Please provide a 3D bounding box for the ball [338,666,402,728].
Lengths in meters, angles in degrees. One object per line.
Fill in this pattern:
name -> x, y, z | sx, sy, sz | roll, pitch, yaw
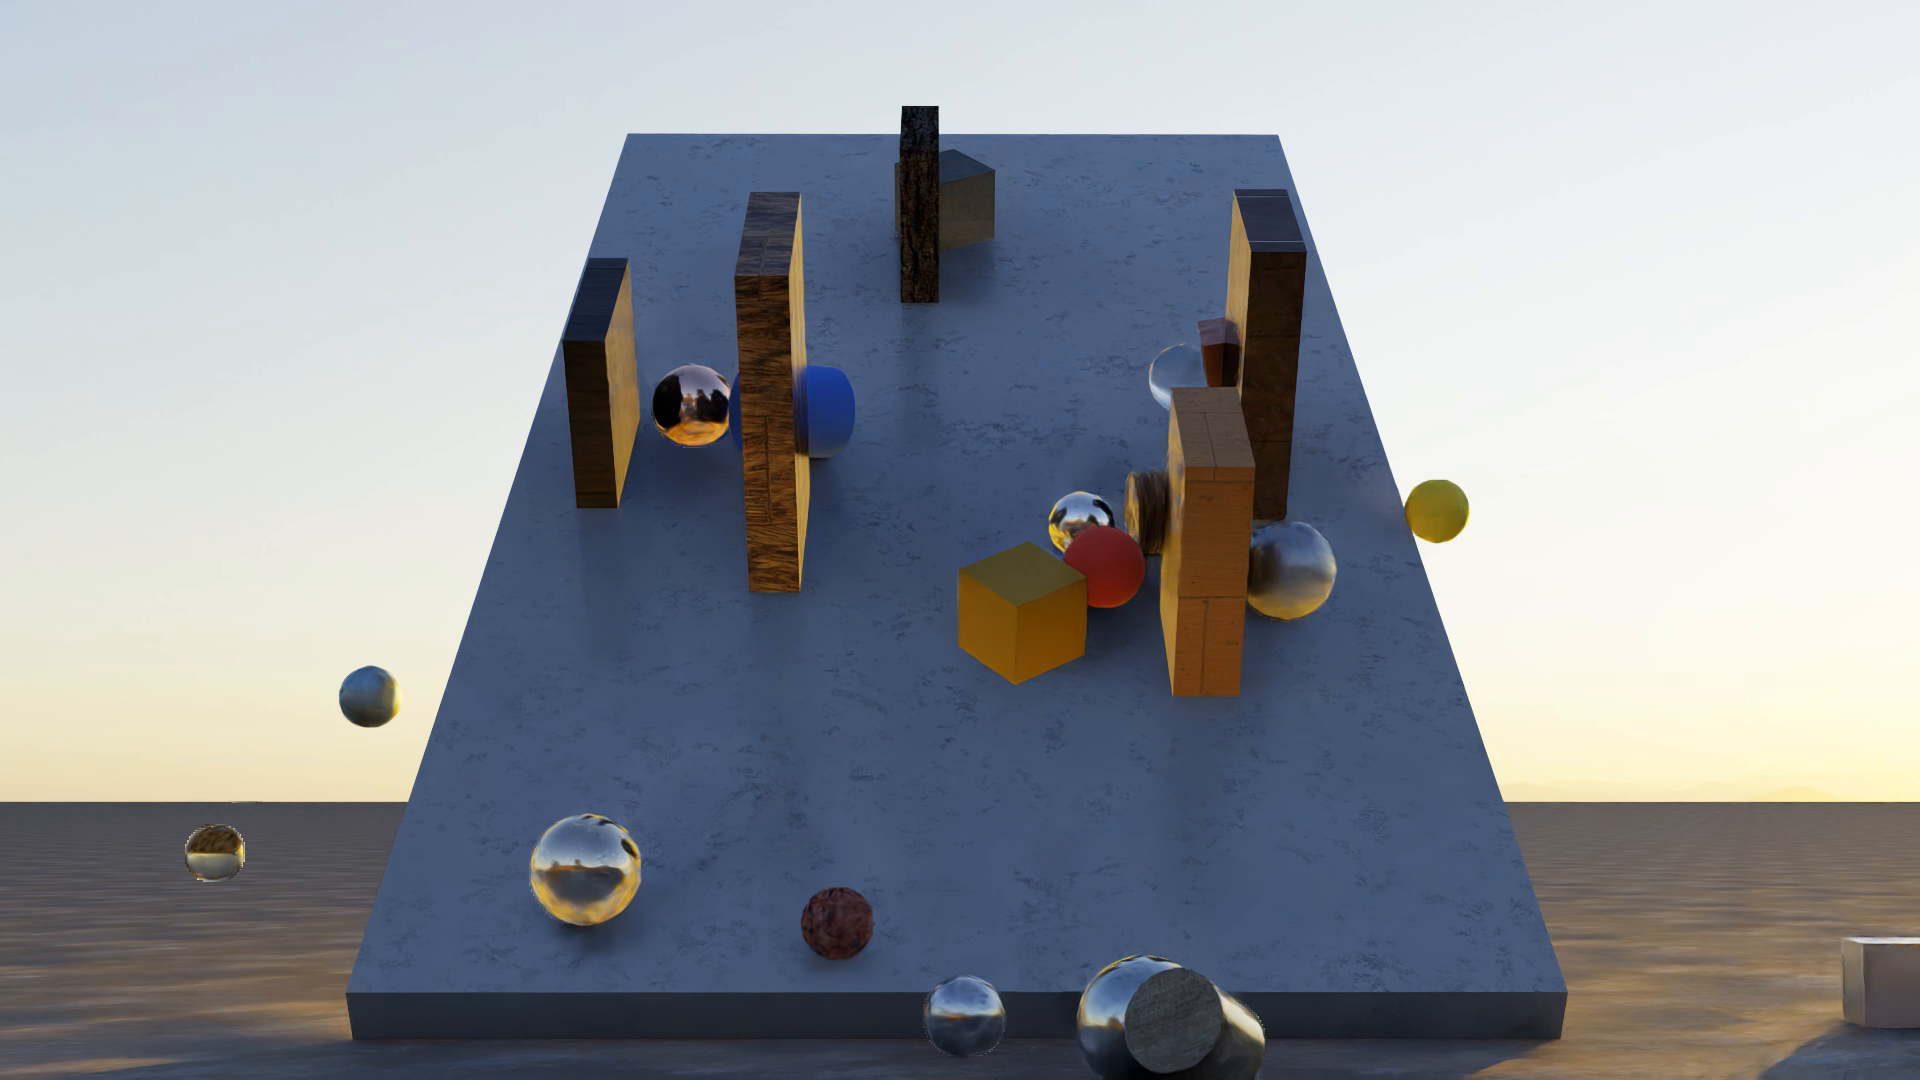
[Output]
ball -> -1.255, 0.335, 5.140 | 0.133, 0.133, 0.133 | 0, -6, 0

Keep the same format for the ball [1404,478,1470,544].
ball -> 1.039, -0.064, 5.254 | 0.141, 0.141, 0.141 | 0, -6, 0

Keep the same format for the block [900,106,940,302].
block -> -0.105, -0.886, 6.359 | 0.099, 0.423, 0.329 | 0, 30, 0

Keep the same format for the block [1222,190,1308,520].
block -> 0.660, -0.409, 5.315 | 0.116, 0.636, 0.350 | 0, 30, 0

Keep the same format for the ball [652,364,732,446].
ball -> -0.612, -0.310, 5.544 | 0.187, 0.187, 0.187 | 0, -6, 0

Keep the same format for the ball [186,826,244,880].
ball -> -1.713, 0.719, 5.548 | 0.126, 0.126, 0.126 | 0, -6, 0

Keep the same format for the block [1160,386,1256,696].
block -> 0.480, 0.002, 4.727 | 0.129, 0.507, 0.334 | 0, 30, 0

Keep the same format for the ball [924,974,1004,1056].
ball -> 0.007, 0.737, 3.741 | 0.124, 0.124, 0.124 | 0, -6, 0

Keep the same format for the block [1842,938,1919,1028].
block -> 1.647, 0.778, 4.247 | 0.146, 0.146, 0.146 | -1, -5, 6

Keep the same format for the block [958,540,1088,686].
block -> 0.124, 0.144, 4.805 | 0.181, 0.181, 0.181 | -21, 36, -33

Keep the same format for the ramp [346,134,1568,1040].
ramp -> -0.013, -0.211, 5.707 | 2.000, 0.100, 4.000 | 0, 30, 0

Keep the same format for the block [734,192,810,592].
block -> -0.388, -0.311, 5.056 | 0.105, 0.718, 0.439 | 0, 30, 0

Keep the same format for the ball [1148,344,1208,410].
ball -> 0.530, -0.385, 5.750 | 0.162, 0.162, 0.162 | 0, -6, 0

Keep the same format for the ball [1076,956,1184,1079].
ball -> 0.250, 0.654, 3.255 | 0.186, 0.186, 0.186 | 0, -6, 0

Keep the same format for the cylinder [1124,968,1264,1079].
cylinder -> 0.299, 0.630, 3.069 | 0.135, 0.135, 0.135 | -4, -28, 31

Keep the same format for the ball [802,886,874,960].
ball -> -0.203, 0.636, 4.005 | 0.121, 0.121, 0.121 | 0, -6, 0

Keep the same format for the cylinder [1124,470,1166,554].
cylinder -> 0.456, -0.063, 5.172 | 0.177, 0.177, 0.177 | -3, -6, -6

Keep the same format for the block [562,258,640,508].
block -> -0.805, -0.359, 5.447 | 0.091, 0.410, 0.445 | 0, 30, 0

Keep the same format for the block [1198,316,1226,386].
block -> 0.632, -0.427, 5.585 | 0.137, 0.137, 0.137 | -9, 29, 5

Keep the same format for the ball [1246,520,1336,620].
ball -> 0.666, 0.060, 4.933 | 0.204, 0.204, 0.204 | 0, -6, 0

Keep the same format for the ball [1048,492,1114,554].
ball -> 0.256, -0.032, 5.081 | 0.139, 0.139, 0.139 | 0, -6, 0

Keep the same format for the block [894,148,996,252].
block -> -0.042, -0.939, 6.677 | 0.199, 0.199, 0.199 | -19, 35, -30

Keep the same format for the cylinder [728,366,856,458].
cylinder -> -0.383, -0.293, 5.485 | 0.208, 0.208, 0.208 | -1, -4, -38

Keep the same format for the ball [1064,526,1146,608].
ball -> 0.296, 0.056, 4.961 | 0.169, 0.169, 0.169 | 0, -6, 0

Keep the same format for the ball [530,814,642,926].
ball -> -0.631, 0.556, 4.076 | 0.186, 0.186, 0.186 | 0, -6, 0
